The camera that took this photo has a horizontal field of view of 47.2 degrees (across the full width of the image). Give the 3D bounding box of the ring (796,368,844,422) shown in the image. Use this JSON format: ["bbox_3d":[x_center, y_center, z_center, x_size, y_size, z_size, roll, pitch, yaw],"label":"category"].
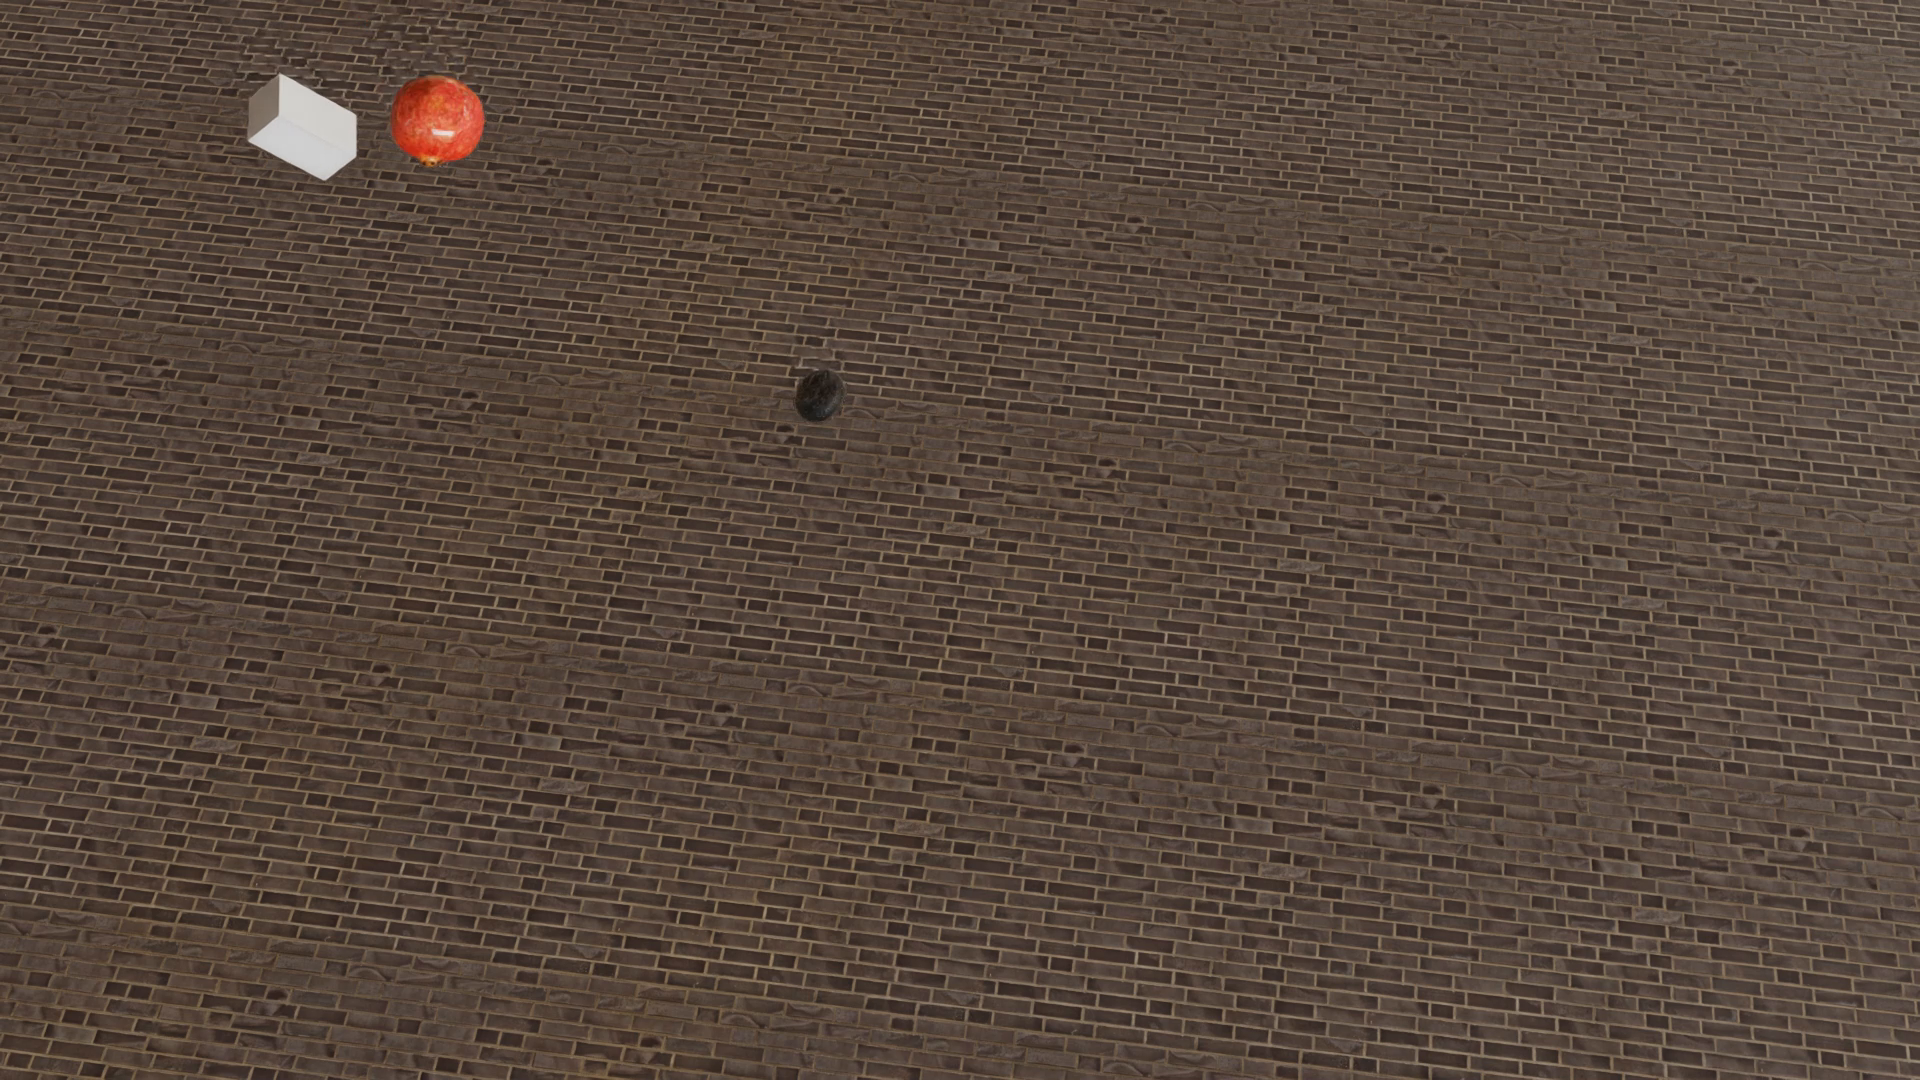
[{"bbox_3d":[-0.285,-0.293,4.461,0.110,0.050,0.184,-39,25,7],"label":"ring"}]

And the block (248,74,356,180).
[{"bbox_3d":[-1.389,-0.871,4.645,0.106,0.193,0.116,-28,55,29],"label":"block"}]
